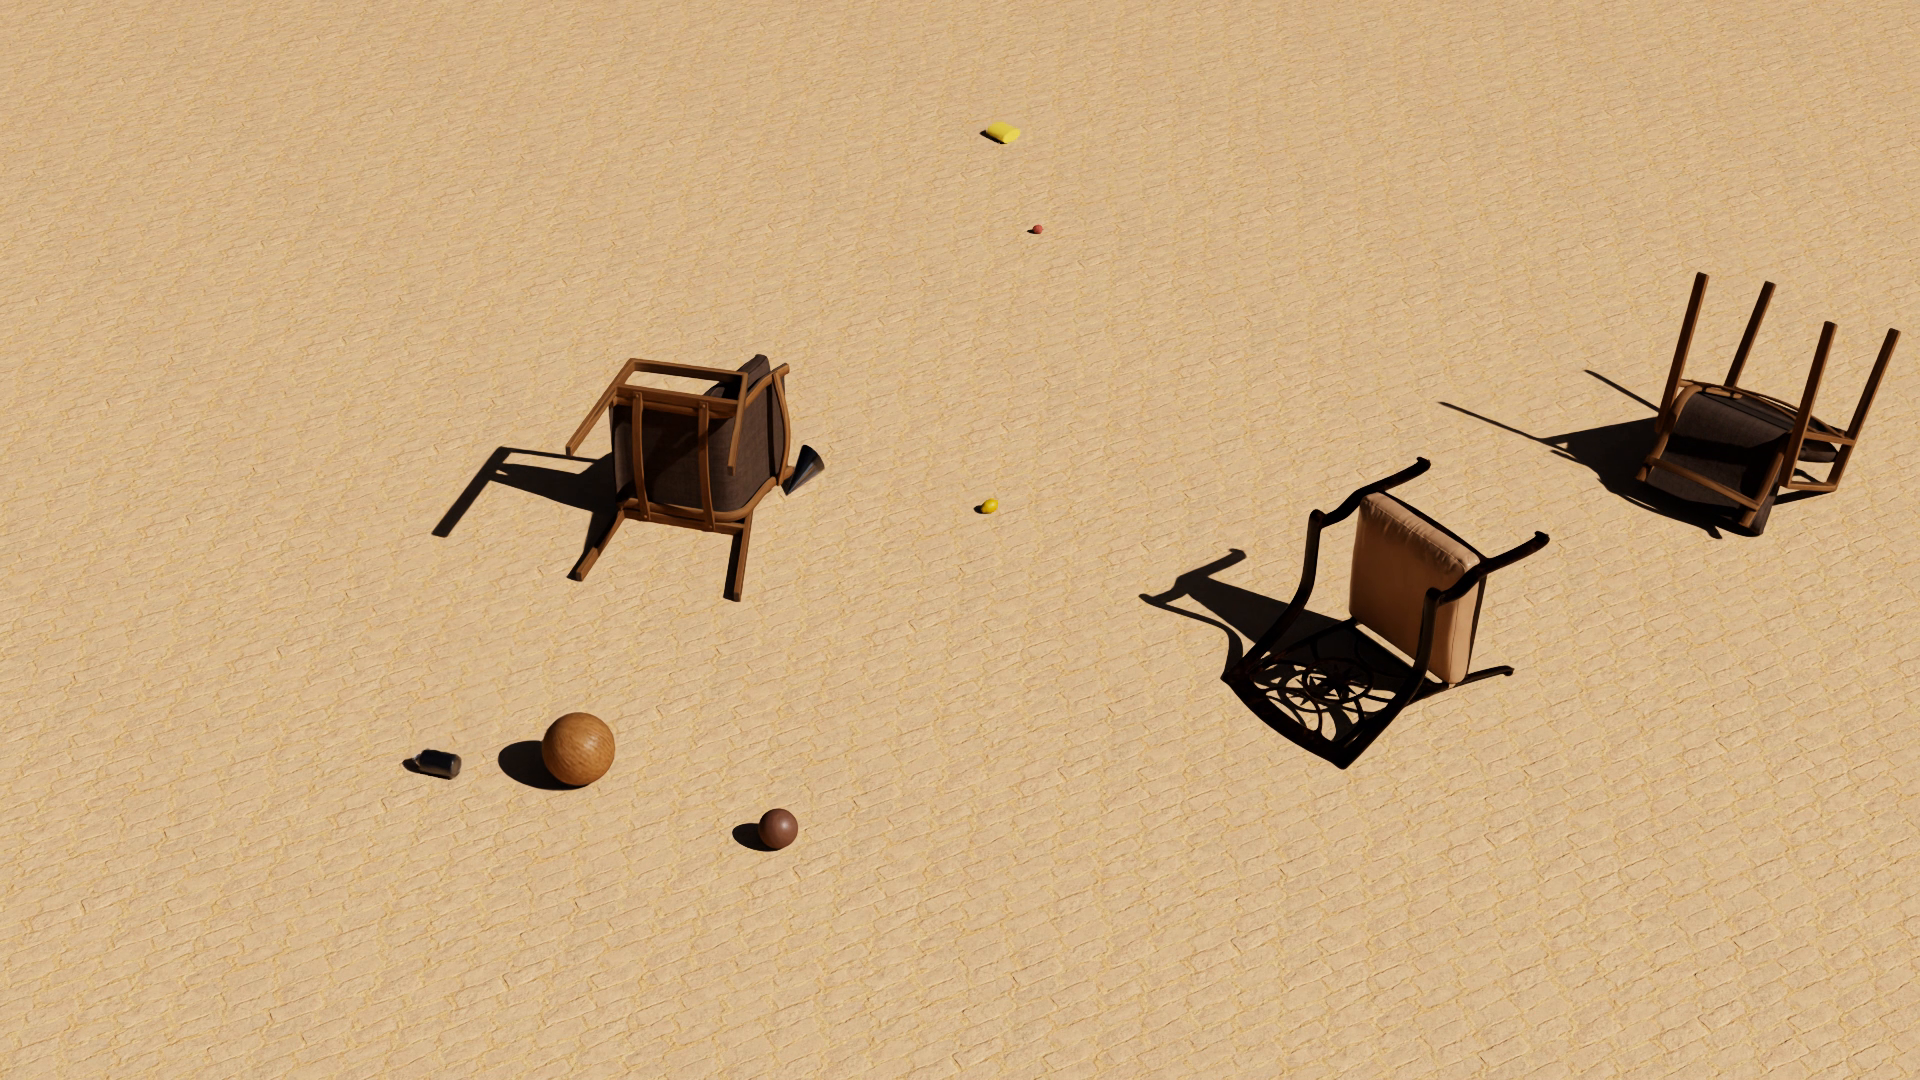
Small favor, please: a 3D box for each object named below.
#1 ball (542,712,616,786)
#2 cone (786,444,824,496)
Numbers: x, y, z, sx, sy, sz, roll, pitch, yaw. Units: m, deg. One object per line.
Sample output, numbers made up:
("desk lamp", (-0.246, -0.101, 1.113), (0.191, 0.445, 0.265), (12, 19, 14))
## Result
("ball", (-1.259, 0.689, 9.679), (0.242, 0.242, 0.242), (0, 33, 0))
("cone", (-0.616, -0.241, 11.246), (0.092, 0.152, 0.202), (11, 54, 35))
